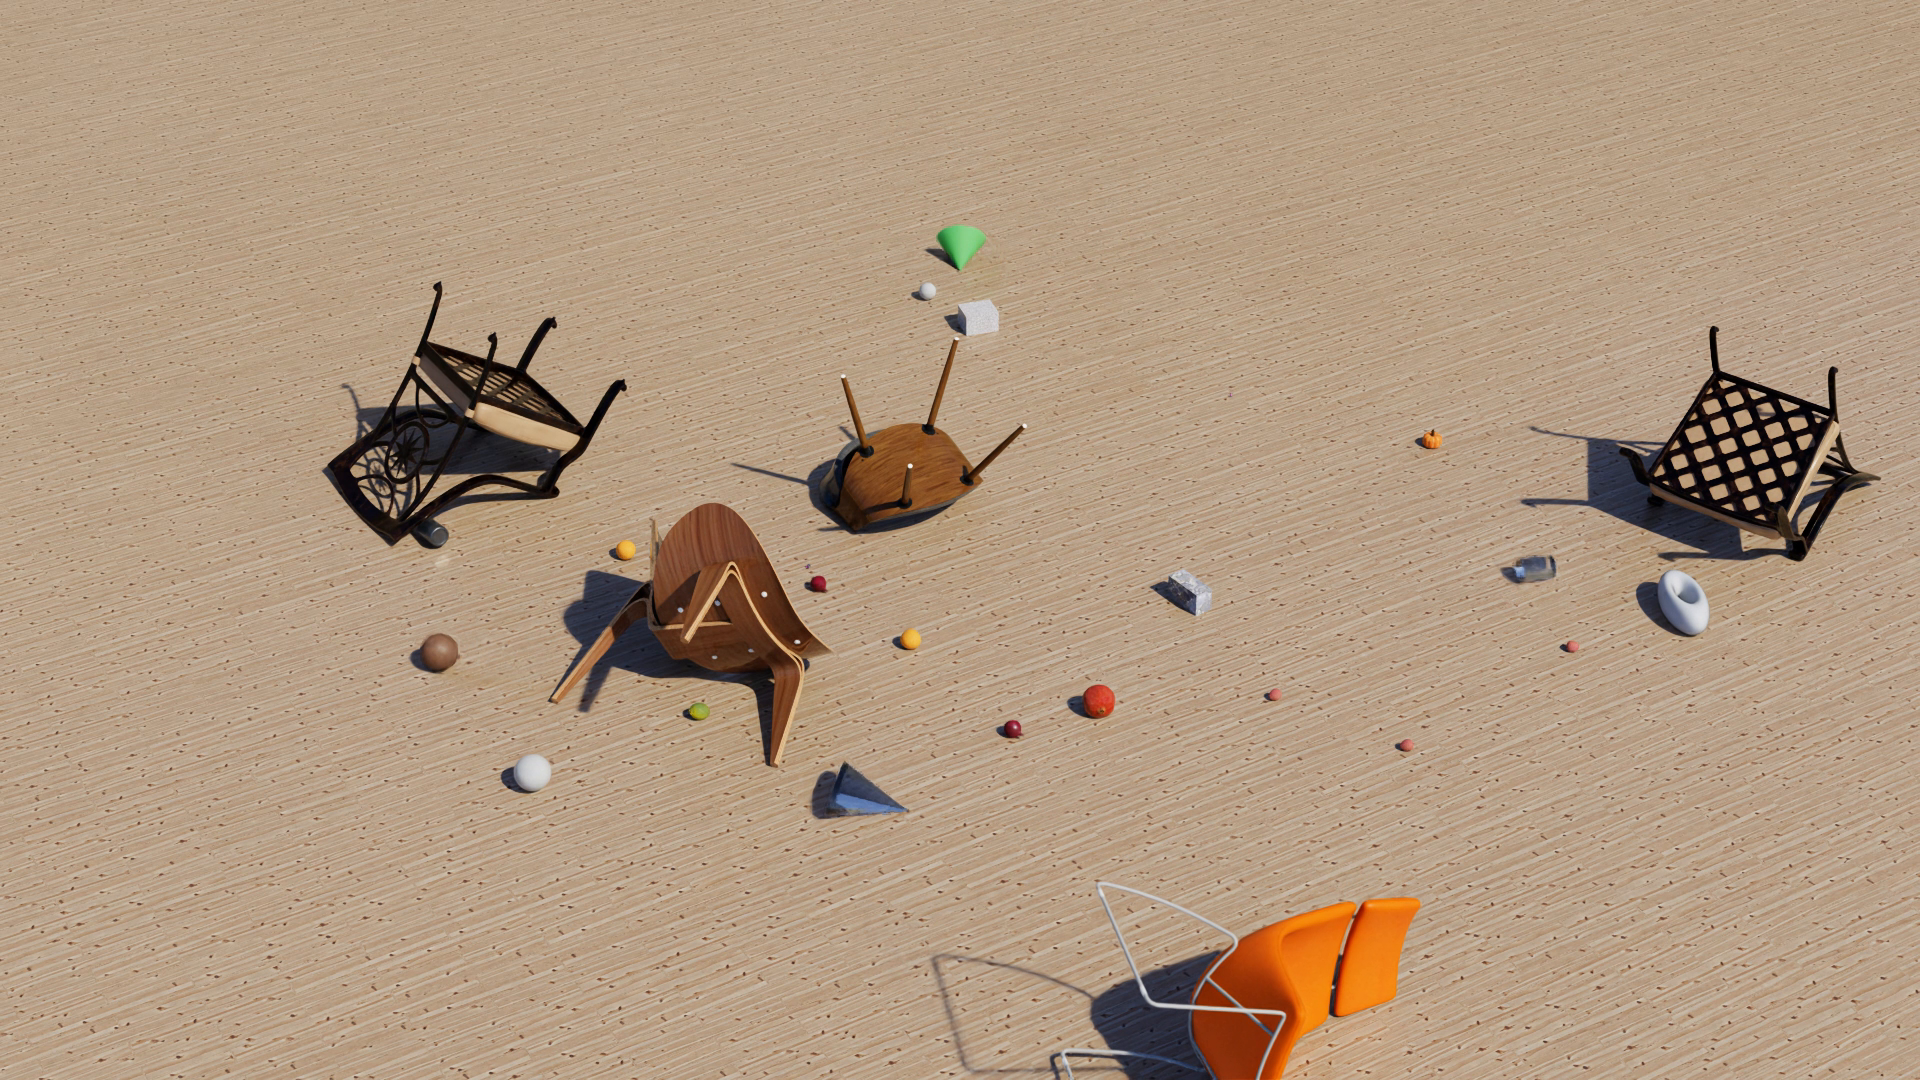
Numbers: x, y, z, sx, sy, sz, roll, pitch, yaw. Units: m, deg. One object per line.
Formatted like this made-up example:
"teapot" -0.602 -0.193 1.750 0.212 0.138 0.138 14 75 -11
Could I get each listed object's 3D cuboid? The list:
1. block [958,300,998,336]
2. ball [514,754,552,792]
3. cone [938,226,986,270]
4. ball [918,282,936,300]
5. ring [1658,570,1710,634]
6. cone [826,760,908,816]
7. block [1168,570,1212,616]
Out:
"block" 0.076 -0.931 12.278 0.141 0.088 0.119 -10 35 -15
"ball" -1.410 0.767 9.668 0.124 0.124 0.124 0 33 0
"cone" 0.004 -1.242 12.751 0.213 0.198 0.170 1 64 4
"ball" -0.138 -1.060 12.485 0.074 0.074 0.074 0 33 0
"ring" 2.592 0.223 10.505 0.156 0.113 0.335 -6 33 -5
"cone" -0.289 0.850 9.600 0.254 0.123 0.243 17 39 1
"block" 0.828 0.190 10.575 0.071 0.090 0.159 -22 39 -29
